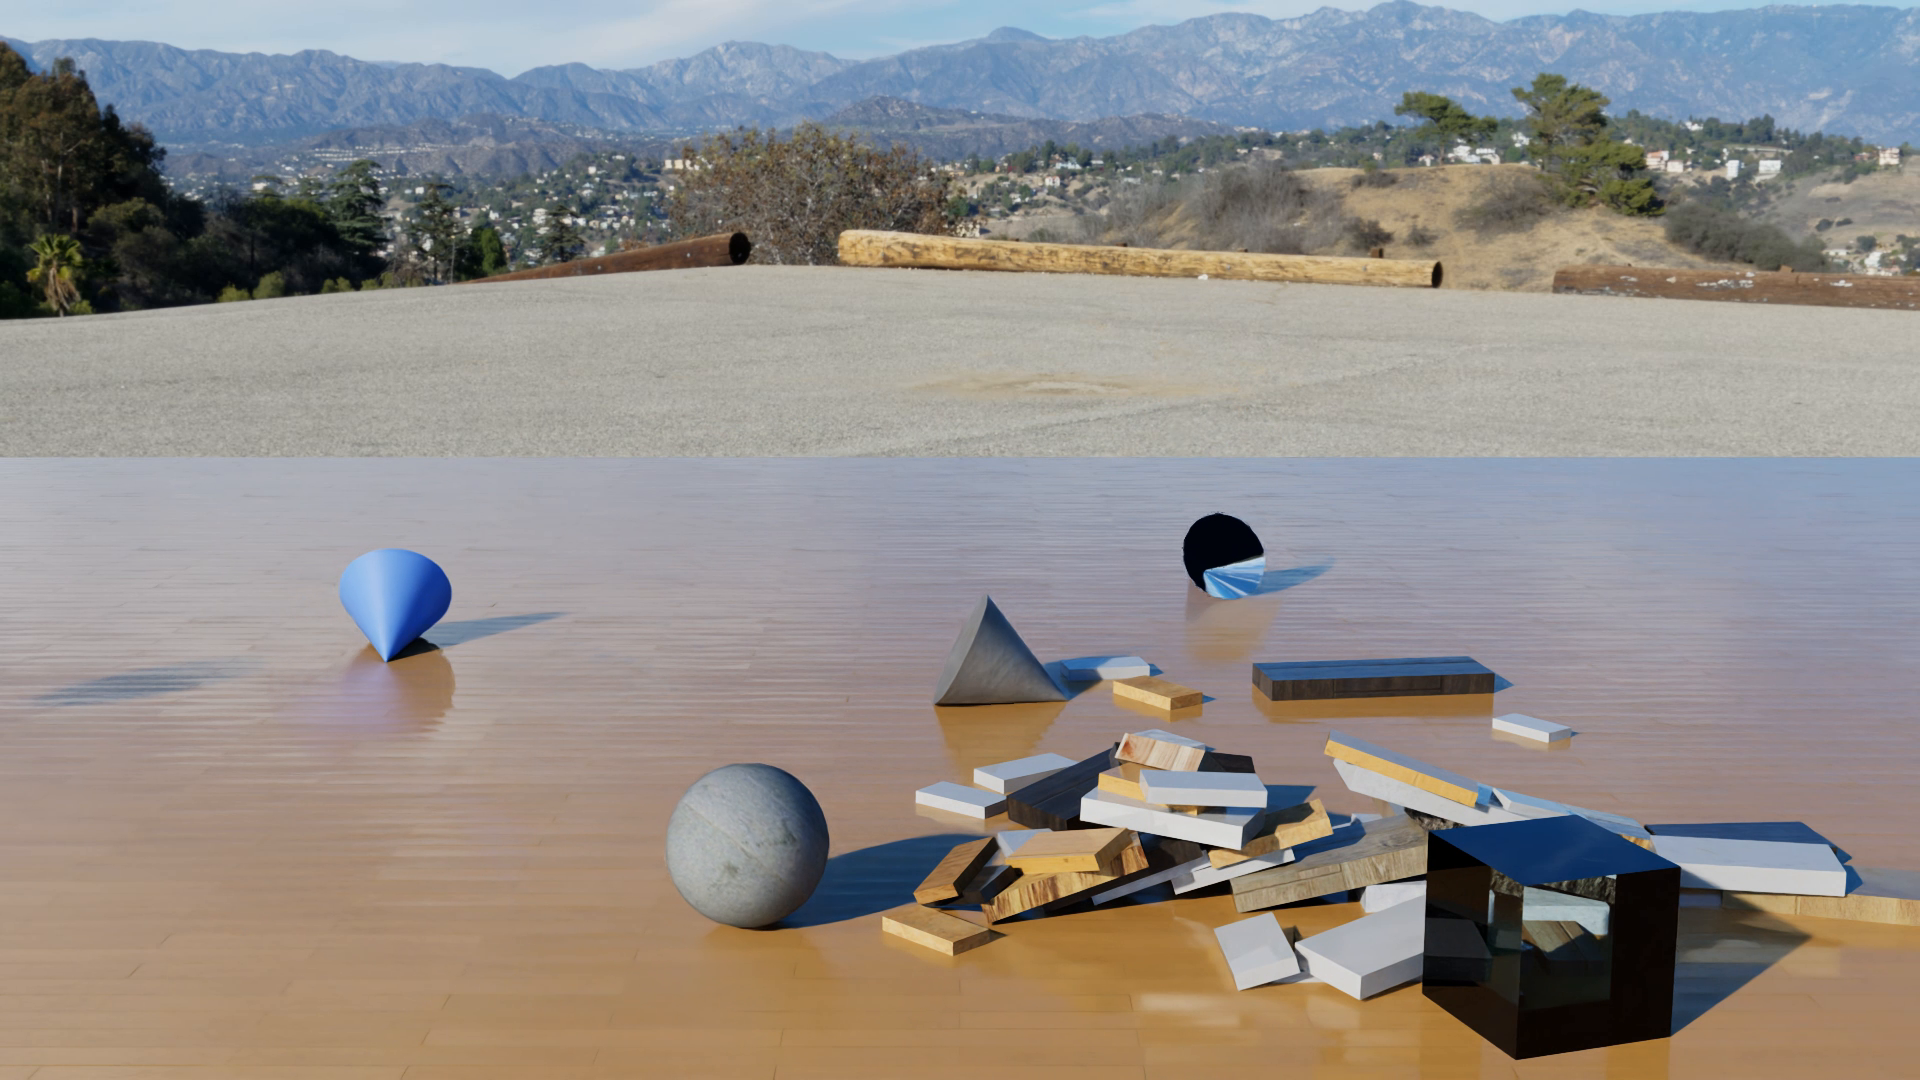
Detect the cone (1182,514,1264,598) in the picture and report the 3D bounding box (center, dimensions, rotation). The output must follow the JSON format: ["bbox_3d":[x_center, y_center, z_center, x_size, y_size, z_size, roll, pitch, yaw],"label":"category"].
[{"bbox_3d":[0.685,0.079,6.120,0.243,0.243,0.243,-4,-15,-19],"label":"cone"}]

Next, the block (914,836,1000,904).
[{"bbox_3d":[-0.005,0.539,3.593,0.080,0.023,0.159,-19,12,32],"label":"block"}]

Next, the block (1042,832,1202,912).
[{"bbox_3d":[0.258,0.530,3.635,0.273,0.039,0.136,-20,11,2],"label":"block"}]

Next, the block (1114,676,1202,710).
[{"bbox_3d":[0.443,0.342,4.931,0.096,0.027,0.193,-8,13,-36],"label":"block"}]

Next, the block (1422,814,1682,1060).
[{"bbox_3d":[0.839,0.560,3.143,0.250,0.250,0.250,-3,11,-18],"label":"block"}]

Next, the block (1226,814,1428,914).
[{"bbox_3d":[0.609,0.534,3.647,0.332,0.047,0.166,-12,10,2],"label":"block"}]

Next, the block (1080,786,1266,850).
[{"bbox_3d":[0.350,0.446,3.604,0.273,0.039,0.136,8,12,23],"label":"block"}]

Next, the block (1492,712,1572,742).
[{"bbox_3d":[1.209,0.397,4.651,0.074,0.021,0.148,-8,13,-36],"label":"block"}]

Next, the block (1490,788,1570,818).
[{"bbox_3d":[0.933,0.435,3.589,0.120,0.017,0.060,14,11,-18],"label":"block"}]

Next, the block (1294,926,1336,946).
[{"bbox_3d":[0.605,0.626,3.408,0.169,0.024,0.085,1,11,5],"label":"block"}]

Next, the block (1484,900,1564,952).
[{"bbox_3d":[0.895,0.611,3.491,0.085,0.024,0.169,0,11,1],"label":"block"}]

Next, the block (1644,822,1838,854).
[{"bbox_3d":[1.362,0.536,3.846,0.285,0.040,0.143,-1,11,-4],"label":"block"}]

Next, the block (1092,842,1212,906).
[{"bbox_3d":[0.312,0.543,3.652,0.203,0.029,0.102,-20,10,5],"label":"block"}]

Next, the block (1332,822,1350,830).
[{"bbox_3d":[0.743,0.525,3.960,0.153,0.022,0.076,-7,13,-35],"label":"block"}]

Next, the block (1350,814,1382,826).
[{"bbox_3d":[0.852,0.524,3.839,0.303,0.043,0.152,3,10,-10],"label":"block"}]

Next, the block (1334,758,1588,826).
[{"bbox_3d":[0.835,0.431,3.606,0.432,0.040,0.143,17,11,-4],"label":"block"}]

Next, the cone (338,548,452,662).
[{"bbox_3d":[-1.390,0.212,5.370,0.272,0.272,0.272,-1,37,-8],"label":"cone"}]

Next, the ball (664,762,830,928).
[{"bbox_3d":[-0.340,0.486,3.512,0.261,0.261,0.261,0,11,0],"label":"ball"}]

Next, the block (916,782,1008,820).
[{"bbox_3d":[0.007,0.490,4.145,0.165,0.023,0.082,8,13,38],"label":"block"}]

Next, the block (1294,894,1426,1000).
[{"bbox_3d":[0.659,0.612,3.328,0.293,0.038,0.134,-11,20,-35],"label":"block"}]

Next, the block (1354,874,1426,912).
[{"bbox_3d":[0.827,0.568,3.657,0.332,0.047,0.166,0,11,0],"label":"block"}]

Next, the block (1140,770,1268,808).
[{"bbox_3d":[0.391,0.400,3.541,0.191,0.027,0.095,2,11,-4],"label":"block"}]

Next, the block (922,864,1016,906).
[{"bbox_3d":[0.010,0.562,3.572,0.159,0.023,0.080,-14,15,48],"label":"block"}]

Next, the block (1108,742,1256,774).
[{"bbox_3d":[0.414,0.445,4.019,0.268,0.038,0.134,7,42,-14],"label":"block"}]

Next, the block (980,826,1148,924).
[{"bbox_3d":[0.165,0.536,3.569,0.273,0.039,0.136,-20,11,3],"label":"block"}]

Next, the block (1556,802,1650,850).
[{"bbox_3d":[1.051,0.499,3.860,0.303,0.043,0.152,12,8,0],"label":"block"}]

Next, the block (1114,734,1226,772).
[{"bbox_3d":[0.420,0.442,3.802,0.166,0.047,0.331,9,-24,40],"label":"block"}]

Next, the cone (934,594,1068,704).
[{"bbox_3d":[0.122,0.300,4.895,0.272,0.272,0.272,26,8,-7],"label":"cone"}]

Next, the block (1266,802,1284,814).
[{"bbox_3d":[0.552,0.500,3.792,0.022,0.077,0.153,-14,-25,43],"label":"block"}]

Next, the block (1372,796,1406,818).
[{"bbox_3d":[0.812,0.473,3.879,0.134,0.038,0.268,5,10,1],"label":"block"}]

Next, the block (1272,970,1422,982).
[{"bbox_3d":[0.626,0.647,3.317,0.320,0.017,0.060,0,11,-2],"label":"block"}]

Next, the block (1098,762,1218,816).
[{"bbox_3d":[0.334,0.409,3.623,0.191,0.027,0.095,11,13,36],"label":"block"}]

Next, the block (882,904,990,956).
[{"bbox_3d":[-0.039,0.615,3.471,0.080,0.023,0.159,-10,15,-44],"label":"block"}]

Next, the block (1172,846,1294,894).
[{"bbox_3d":[0.448,0.529,3.650,0.203,0.029,0.102,-17,10,4],"label":"block"}]

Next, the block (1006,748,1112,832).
[{"bbox_3d":[0.266,0.460,4.075,0.331,0.047,0.166,-20,22,-35],"label":"block"}]

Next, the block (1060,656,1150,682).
[{"bbox_3d":[0.338,0.301,5.149,0.193,0.027,0.096,-2,11,-10],"label":"block"}]

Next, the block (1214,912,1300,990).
[{"bbox_3d":[0.449,0.624,3.343,0.095,0.027,0.191,-16,11,1],"label":"block"}]

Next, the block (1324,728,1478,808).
[{"bbox_3d":[0.712,0.367,3.551,0.248,0.024,0.085,20,11,9],"label":"block"}]

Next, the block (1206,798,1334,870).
[{"bbox_3d":[0.506,0.484,3.627,0.203,0.029,0.102,-17,10,4],"label":"block"}]

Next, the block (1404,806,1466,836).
[{"bbox_3d":[0.923,0.497,3.655,0.332,0.047,0.166,16,10,-10],"label":"block"}]

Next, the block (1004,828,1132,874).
[{"bbox_3d":[0.174,0.501,3.545,0.191,0.027,0.095,-11,14,43],"label":"block"}]

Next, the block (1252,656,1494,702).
[{"bbox_3d":[0.941,0.315,5.020,0.517,0.047,0.166,-1,11,-8],"label":"block"}]

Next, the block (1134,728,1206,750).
[{"bbox_3d":[0.427,0.420,4.528,0.074,0.021,0.148,-8,13,-38],"label":"block"}]

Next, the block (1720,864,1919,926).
[{"bbox_3d":[1.571,0.585,3.581,0.629,0.043,0.152,3,11,17],"label":"block"}]

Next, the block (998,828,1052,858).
[{"bbox_3d":[0.135,0.547,3.824,0.095,0.027,0.197,-2,11,-12],"label":"block"}]

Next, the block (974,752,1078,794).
[{"bbox_3d":[0.133,0.457,4.313,0.193,0.027,0.096,-8,13,-35],"label":"block"}]

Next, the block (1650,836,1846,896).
[{"bbox_3d":[1.292,0.535,3.619,0.285,0.040,0.143,2,11,10],"label":"block"}]
